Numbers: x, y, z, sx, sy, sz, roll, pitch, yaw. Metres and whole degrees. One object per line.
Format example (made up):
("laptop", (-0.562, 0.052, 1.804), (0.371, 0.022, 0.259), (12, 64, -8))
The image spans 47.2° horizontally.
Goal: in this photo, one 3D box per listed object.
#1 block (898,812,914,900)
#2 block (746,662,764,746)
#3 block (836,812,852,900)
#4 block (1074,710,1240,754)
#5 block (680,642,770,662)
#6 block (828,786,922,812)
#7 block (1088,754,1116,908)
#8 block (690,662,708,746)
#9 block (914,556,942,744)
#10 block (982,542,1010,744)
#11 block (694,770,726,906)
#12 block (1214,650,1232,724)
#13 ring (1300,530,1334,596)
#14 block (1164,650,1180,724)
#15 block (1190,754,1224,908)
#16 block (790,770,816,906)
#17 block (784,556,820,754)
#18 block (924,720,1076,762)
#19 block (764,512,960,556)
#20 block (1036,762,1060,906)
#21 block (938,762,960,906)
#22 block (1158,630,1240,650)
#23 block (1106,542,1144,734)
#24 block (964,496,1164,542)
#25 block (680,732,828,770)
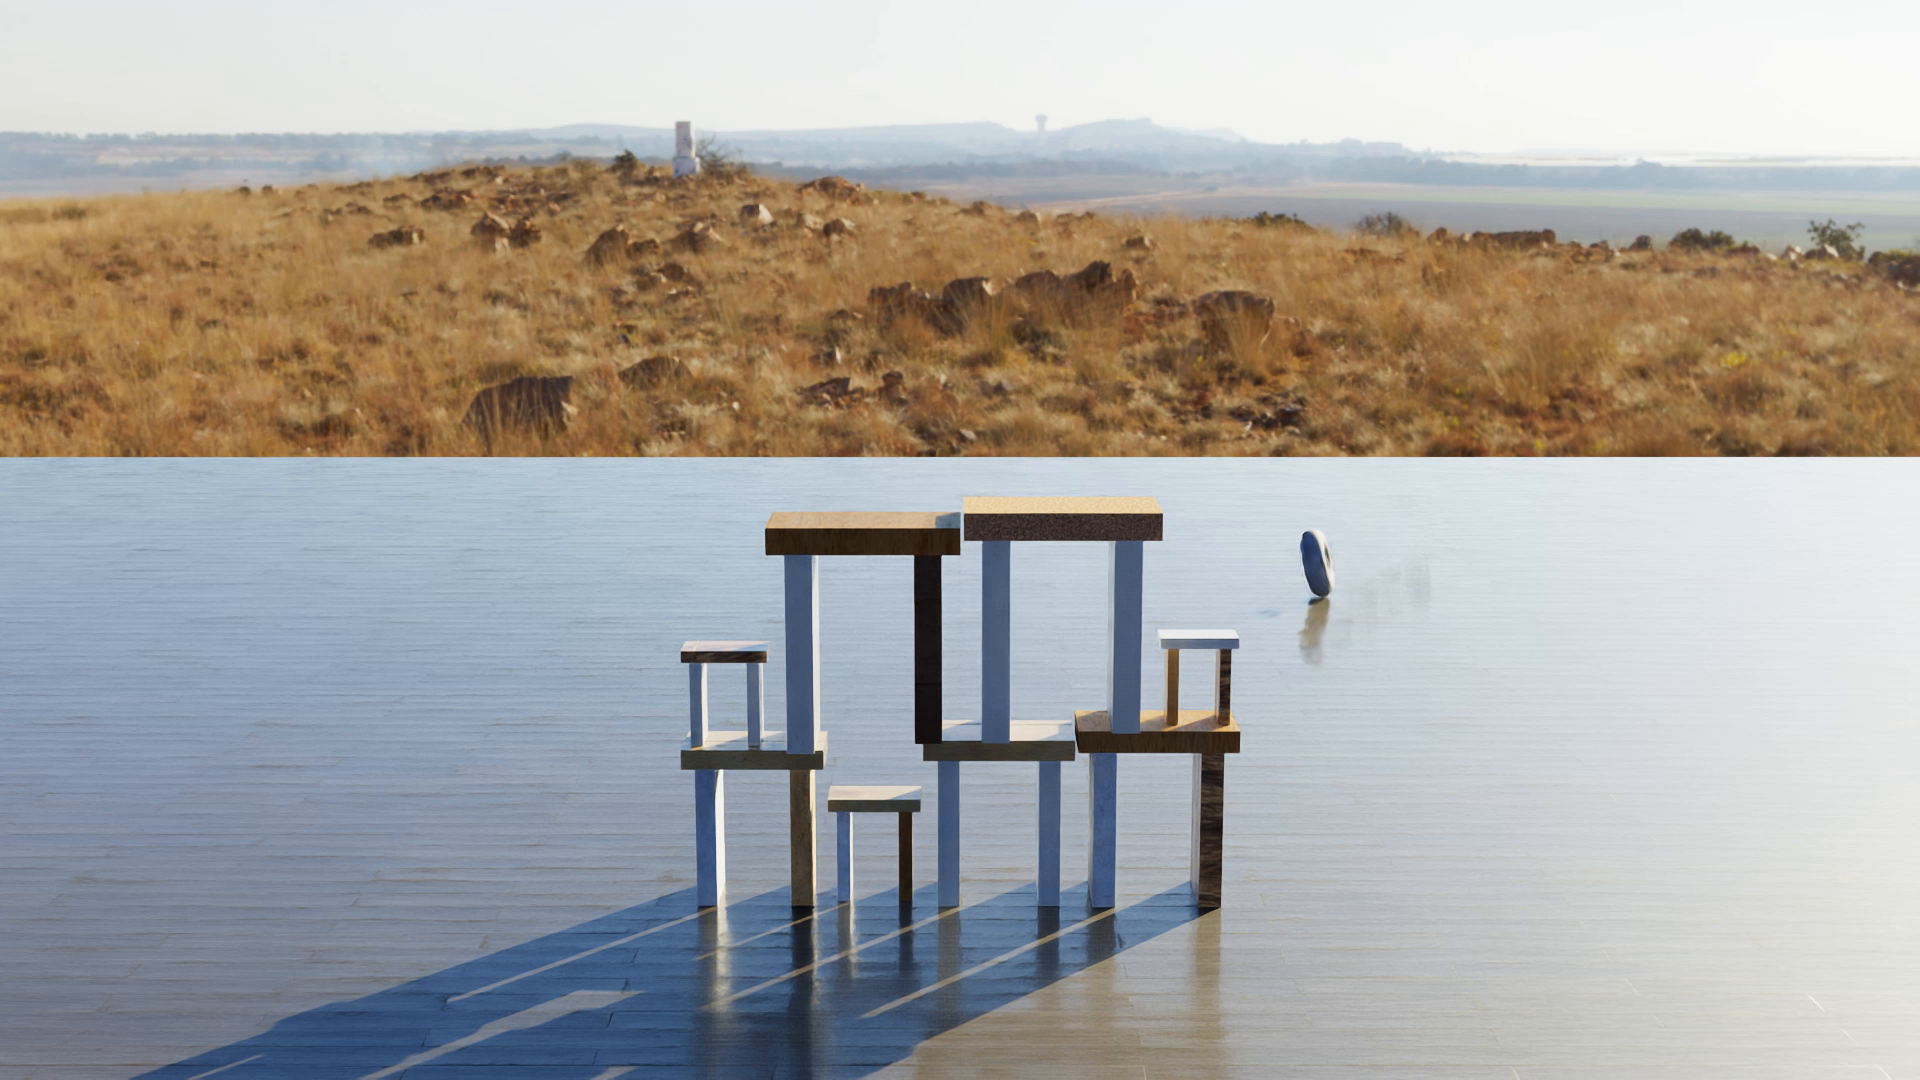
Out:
("block", (-0.090, 0.515, 3.658), (0.022, 0.152, 0.076), (0, 11, 0))
("block", (-0.336, 0.261, 3.610), (0.020, 0.139, 0.070), (0, 11, 0))
("block", (-0.191, 0.515, 3.658), (0.022, 0.152, 0.076), (0, 11, 0))
("block", (0.322, 0.315, 3.618), (0.261, 0.037, 0.130), (0, 11, 0))
("block", (-0.383, 0.183, 3.596), (0.140, 0.020, 0.070), (0, 11, 0))
("block", (-0.141, 0.429, 3.643), (0.152, 0.022, 0.076), (0, 11, 0))
("block", (0.236, 0.462, 3.645), (0.037, 0.261, 0.131), (0, 11, 0))
("block", (-0.429, 0.261, 3.610), (0.020, 0.139, 0.070), (0, 11, 0))
("block", (-0.051, 0.162, 3.585), (0.044, 0.309, 0.154), (0, 11, 0))
("block", (0.058, 0.150, 3.587), (0.045, 0.331, 0.157), (0, 11, 0))
("block", (-0.414, 0.476, 3.648), (0.033, 0.231, 0.116), (0, 11, 0))
("block", (0.431, 0.234, 3.608), (0.018, 0.127, 0.063), (0, 11, 0))
("ring", (0.977, 0.062, 6.011), (0.062, 0.187, 0.187), (-11, 7, 16))
("block", (0.347, 0.234, 3.608), (0.018, 0.127, 0.063), (0, 11, 0))
("block", (0.410, 0.462, 3.645), (0.037, 0.261, 0.130), (0, 11, 0))
("block", (-0.260, 0.476, 3.648), (0.033, 0.231, 0.116), (0, 11, 0))
("block", (-0.257, 0.171, 3.587), (0.044, 0.326, 0.154), (0, 11, 0))
("block", (0.064, 0.330, 3.622), (0.247, 0.035, 0.123), (0, 11, 0))
("block", (-0.154, -0.011, 3.554), (0.309, 0.044, 0.154), (0, 11, 0))
("block", (0.146, 0.468, 3.648), (0.035, 0.247, 0.123), (0, 11, 0))
("block", (-0.018, 0.469, 3.647), (0.035, 0.247, 0.123), (0, 11, 0))
("block", (0.389, 0.162, 3.596), (0.127, 0.018, 0.063), (0, 11, 0))
("block", (0.268, 0.142, 3.586), (0.045, 0.315, 0.157), (0, 11, 0))
("block", (0.163, -0.035, 3.553), (0.315, 0.045, 0.157), (0, 11, 0))
("block", (-0.337, 0.346, 3.624), (0.231, 0.033, 0.116), (0, 11, 0))
